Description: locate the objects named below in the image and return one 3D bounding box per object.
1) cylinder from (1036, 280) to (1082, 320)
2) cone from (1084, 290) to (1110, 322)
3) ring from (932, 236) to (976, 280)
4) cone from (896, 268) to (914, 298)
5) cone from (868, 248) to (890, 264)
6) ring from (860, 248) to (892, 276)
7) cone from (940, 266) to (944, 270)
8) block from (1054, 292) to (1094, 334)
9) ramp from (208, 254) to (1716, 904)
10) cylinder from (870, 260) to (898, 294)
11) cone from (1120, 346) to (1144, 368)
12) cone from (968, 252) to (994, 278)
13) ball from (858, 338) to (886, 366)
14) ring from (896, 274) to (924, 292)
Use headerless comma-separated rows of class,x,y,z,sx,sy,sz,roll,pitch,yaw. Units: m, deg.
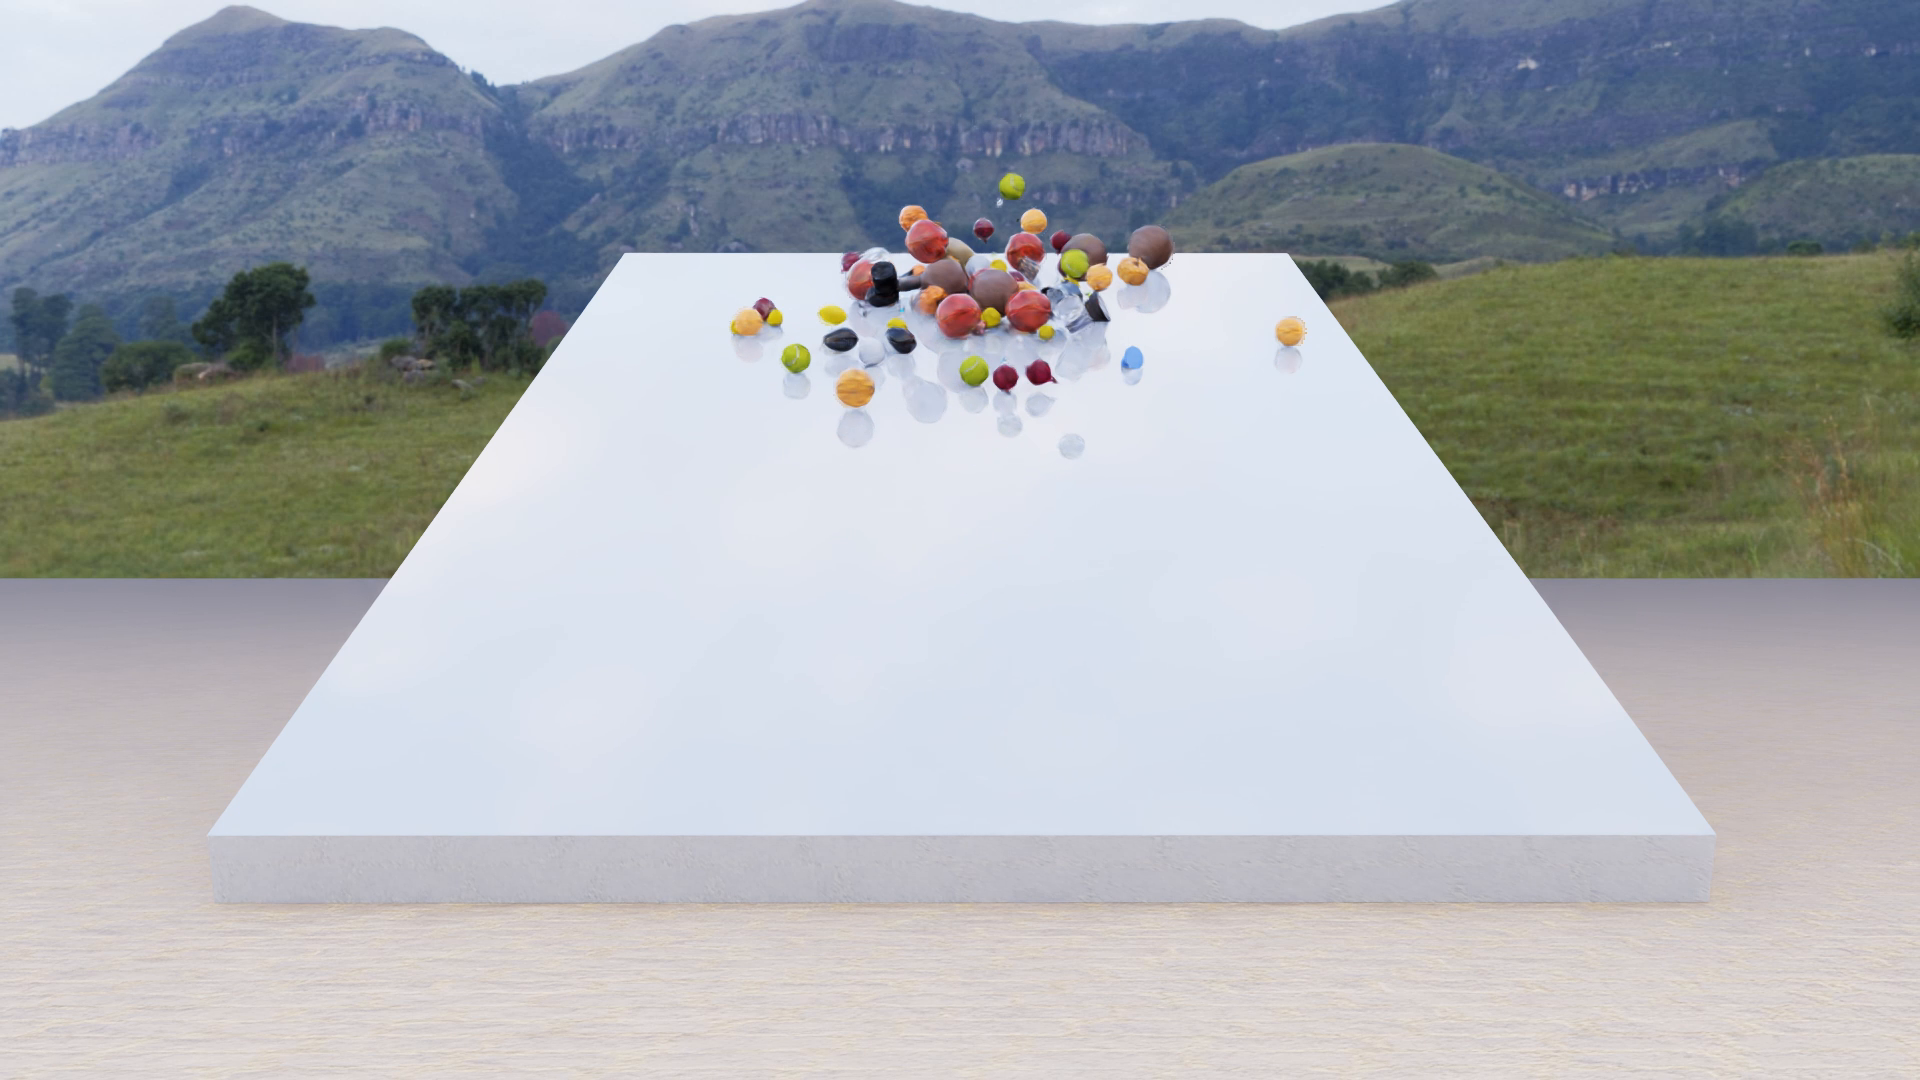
cylinder,0.262,-0.633,5.919,0.091,0.091,0.091,0,16,31
cone,0.333,-0.597,5.890,0.093,0.093,0.093,-24,-7,13
ring,-0.015,-0.798,6.362,0.148,0.049,0.148,26,-29,16
cone,-0.145,-0.719,6.157,0.073,0.073,0.073,1,-40,-36
cone,-0.222,-0.749,6.007,0.052,0.052,0.052,-20,-5,12
ring,-0.239,-0.792,6.387,0.092,0.092,0.031,0,32,-24
cone,-0.046,-0.765,6.372,0.050,0.050,0.050,0,25,-26
block,0.289,-0.575,5.683,0.065,0.065,0.065,-28,-21,8
ramp,-0.004,-0.190,4.884,2.000,0.100,4.000,0,18,0
cylinder,-0.201,-0.700,5.984,0.065,0.065,0.065,0,-32,9
cone,0.404,-0.433,5.421,0.057,0.057,0.057,1,-15,-35
cone,0.048,-0.748,6.187,0.074,0.074,0.074,0,26,19
ball,-0.213,-0.455,5.418,0.068,0.068,0.068,0,-1,0
ring,-0.146,-0.696,6.085,0.104,0.035,0.104,-10,2,0
